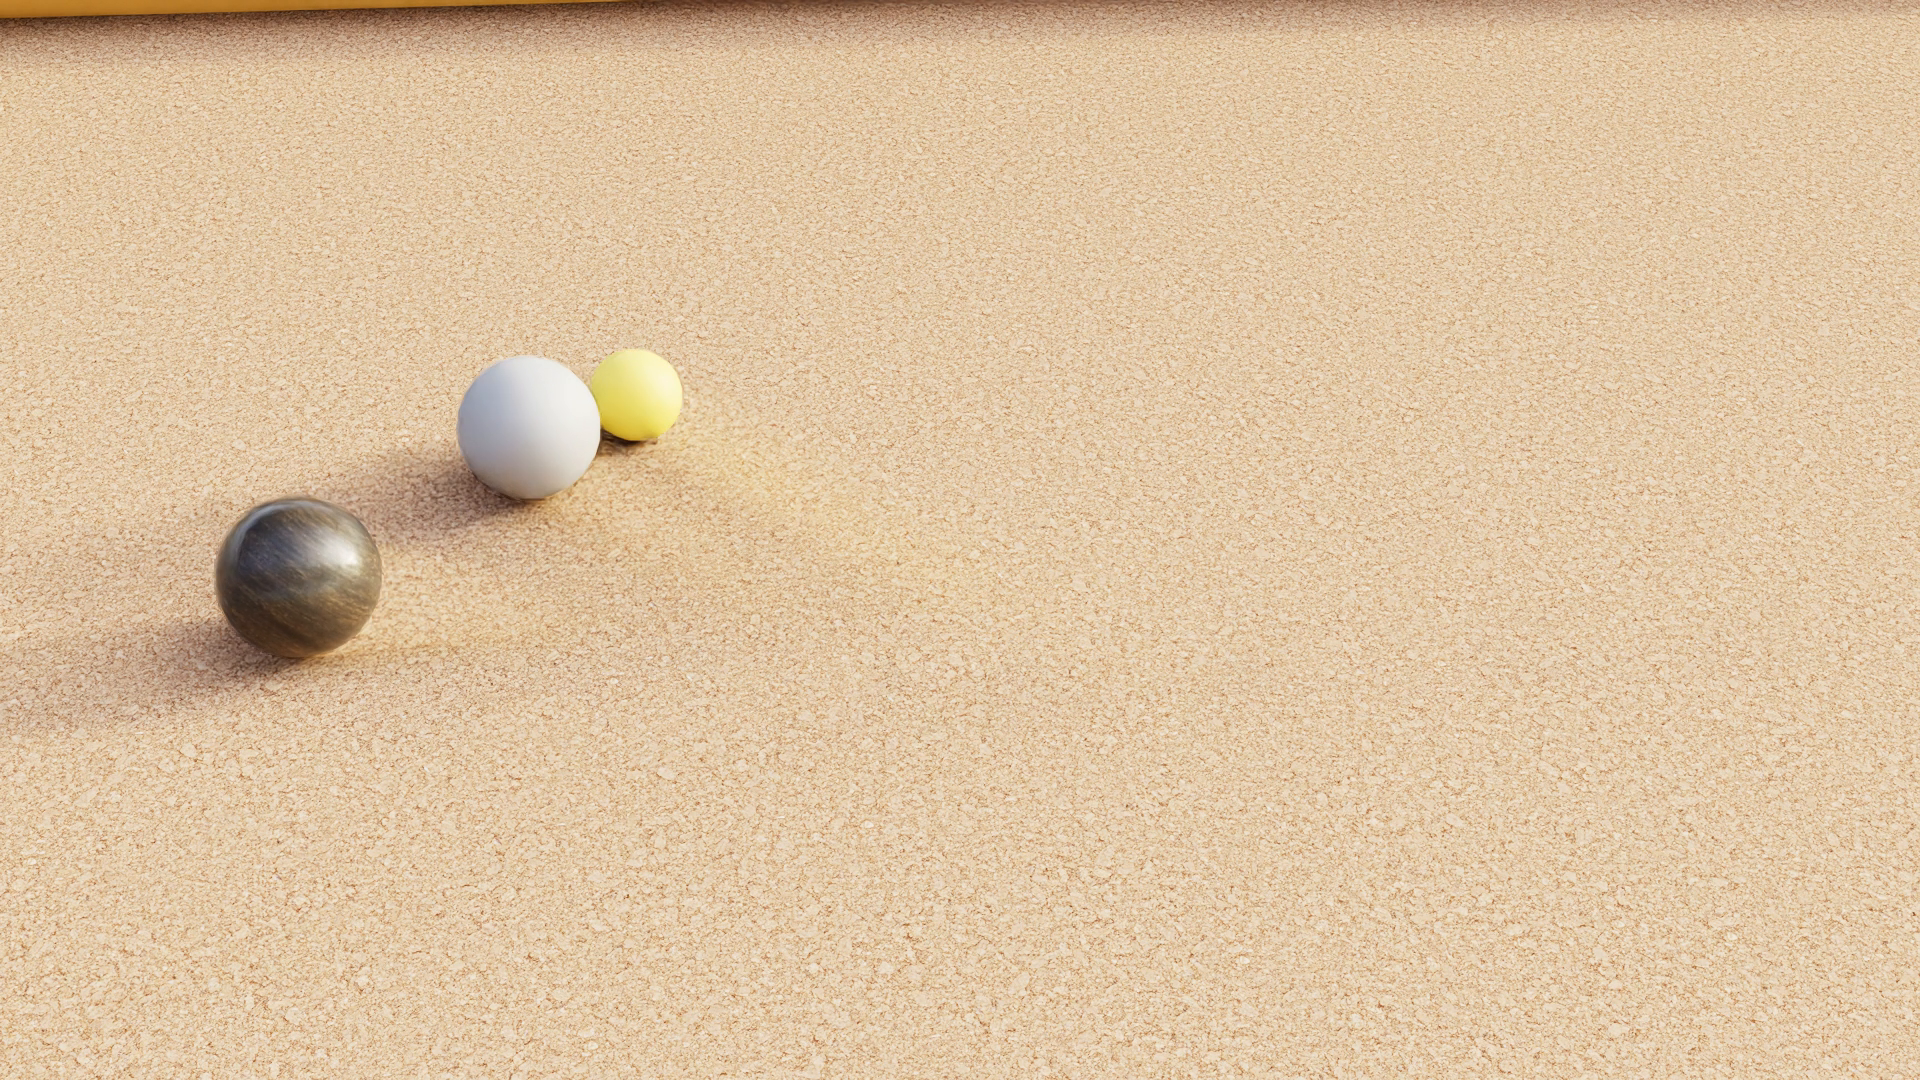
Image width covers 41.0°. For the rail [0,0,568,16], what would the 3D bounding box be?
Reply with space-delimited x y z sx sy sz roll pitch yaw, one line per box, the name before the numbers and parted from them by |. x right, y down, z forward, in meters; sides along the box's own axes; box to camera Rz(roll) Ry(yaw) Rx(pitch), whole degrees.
rail | 0.820 -0.576 2.351 3.520 0.128 0.045 -2 36 -3

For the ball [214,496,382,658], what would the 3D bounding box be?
ball | -0.401 0.022 1.556 0.098 0.098 0.098 0 36 0

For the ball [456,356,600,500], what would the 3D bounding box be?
ball | -0.284 -0.074 1.692 0.094 0.094 0.094 0 36 0

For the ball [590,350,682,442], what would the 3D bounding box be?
ball | -0.221 -0.099 1.752 0.062 0.062 0.062 0 36 0
